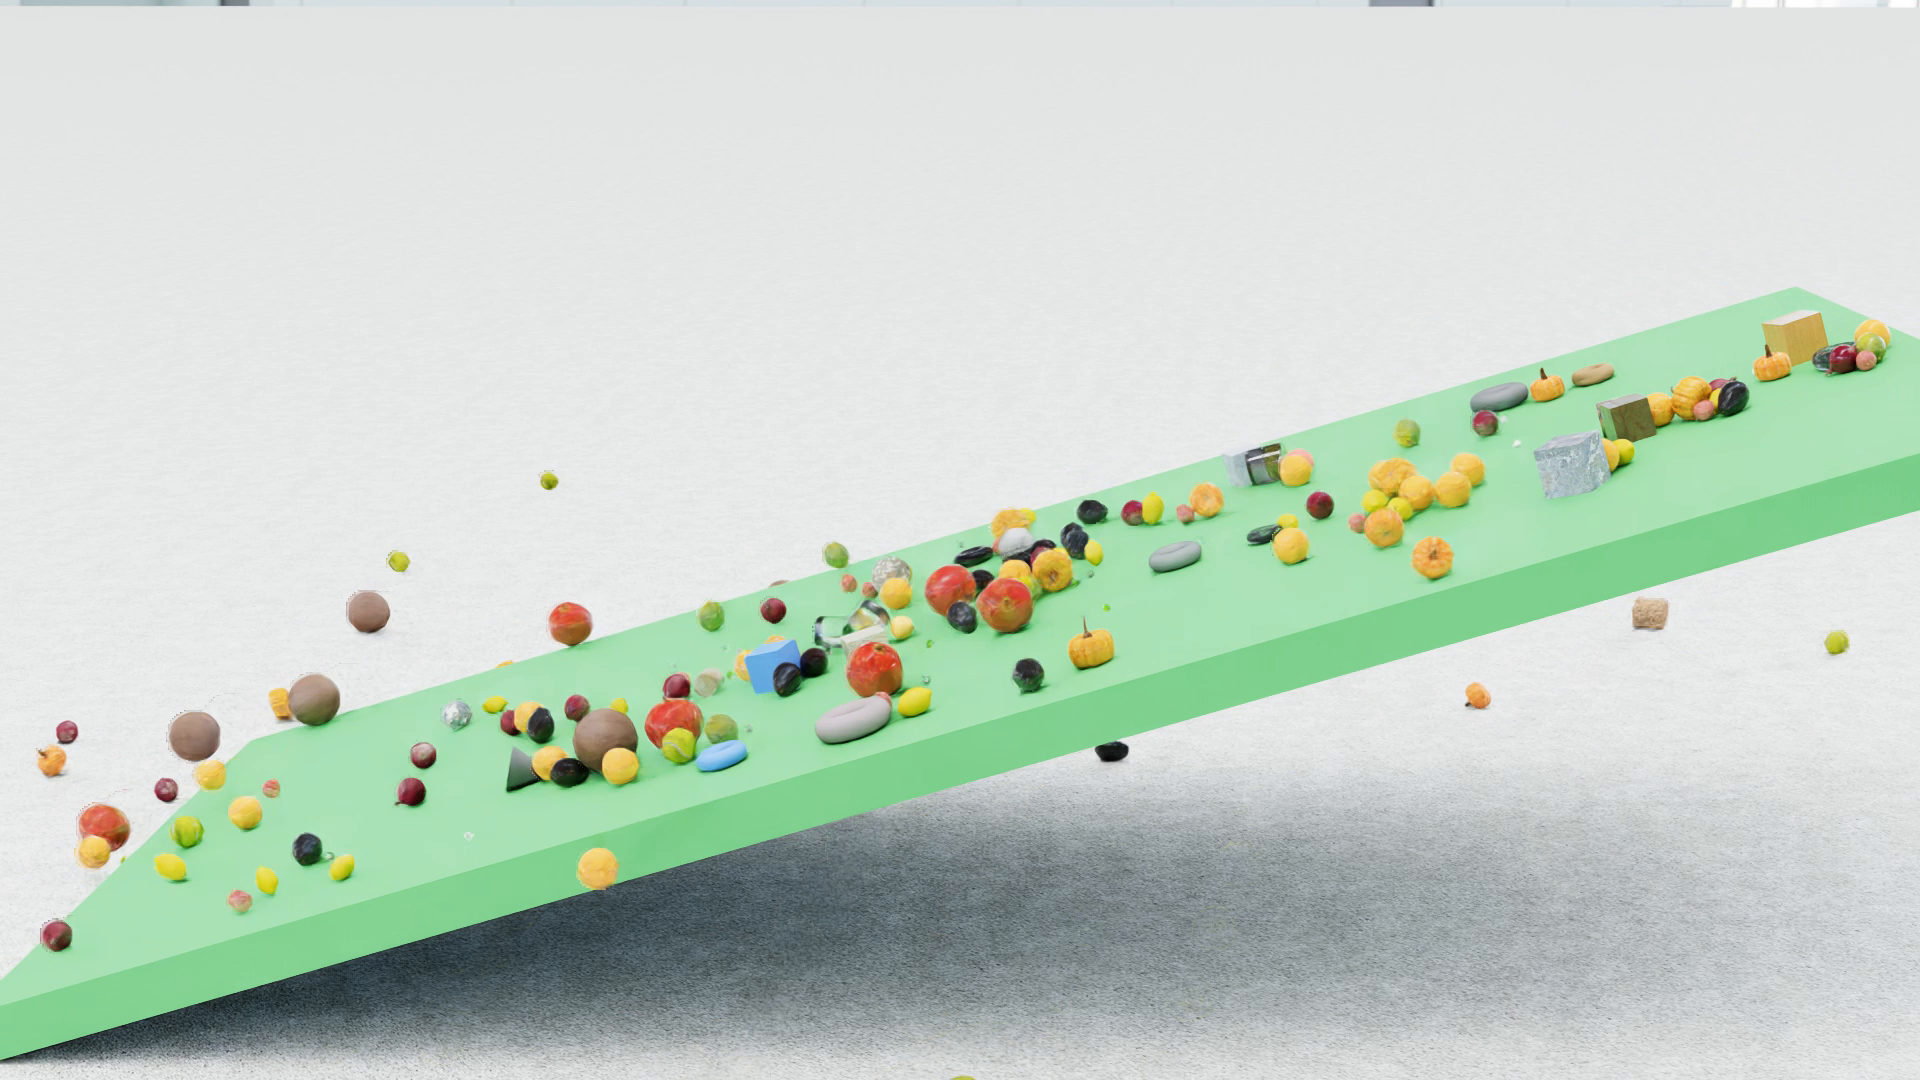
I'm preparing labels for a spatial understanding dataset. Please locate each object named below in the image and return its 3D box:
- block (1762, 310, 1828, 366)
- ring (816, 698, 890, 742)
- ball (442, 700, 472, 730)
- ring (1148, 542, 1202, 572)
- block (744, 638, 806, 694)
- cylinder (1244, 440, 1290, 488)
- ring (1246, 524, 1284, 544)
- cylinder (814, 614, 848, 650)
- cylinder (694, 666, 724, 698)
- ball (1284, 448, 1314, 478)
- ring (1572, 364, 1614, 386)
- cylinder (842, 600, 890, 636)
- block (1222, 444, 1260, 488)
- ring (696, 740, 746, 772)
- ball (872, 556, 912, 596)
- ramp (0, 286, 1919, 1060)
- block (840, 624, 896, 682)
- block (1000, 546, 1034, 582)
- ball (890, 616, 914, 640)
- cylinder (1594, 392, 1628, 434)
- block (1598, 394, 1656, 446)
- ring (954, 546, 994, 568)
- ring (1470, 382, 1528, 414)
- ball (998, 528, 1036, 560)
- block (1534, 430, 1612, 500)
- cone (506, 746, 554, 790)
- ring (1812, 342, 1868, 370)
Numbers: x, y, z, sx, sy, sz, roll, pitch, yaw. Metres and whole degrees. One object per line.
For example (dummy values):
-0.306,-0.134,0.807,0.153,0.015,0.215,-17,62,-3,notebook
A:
1.779,-0.429,6.260,0.092,0.092,0.092,-19,10,-9,block
-0.202,0.340,5.548,0.150,0.050,0.150,-18,9,3,ring
-1.157,0.402,6.764,0.067,0.067,0.067,0,11,0,ball
0.449,0.034,6.143,0.115,0.038,0.115,-17,11,3,ring
-0.388,0.265,6.165,0.084,0.084,0.084,-12,11,27,block
0.702,-0.173,6.705,0.085,0.085,0.085,-21,7,11,cylinder
0.634,-0.012,6.113,0.079,0.026,0.079,-16,9,3,ring
-0.269,0.198,6.324,0.070,0.070,0.070,7,13,21,cylinder
-0.538,0.304,6.297,0.052,0.052,0.052,2,15,12,cylinder
0.766,-0.173,6.644,0.067,0.067,0.067,0,11,0,ball
1.445,-0.377,6.714,0.098,0.033,0.098,-17,9,3,ring
-0.200,0.181,6.259,0.076,0.076,0.076,9,49,38,cylinder
0.660,-0.173,6.794,0.077,0.077,0.077,-19,10,-11,block
-0.456,0.413,5.625,0.102,0.034,0.102,-18,10,3,ring
-0.157,0.084,6.734,0.092,0.092,0.092,0,11,0,ball
0.094,0.185,6.316,4.000,0.100,2.000,-16,10,5,ramp
-0.187,0.231,6.012,0.084,0.084,0.084,-19,10,-9,block
0.127,0.054,6.513,0.060,0.060,0.060,-17,10,-1,block
-0.124,0.186,6.244,0.051,0.051,0.051,0,11,0,ball
1.360,-0.257,6.085,0.073,0.073,0.073,-25,8,9,cylinder
1.362,-0.246,6.000,0.080,0.080,0.080,-17,10,-1,block
0.031,0.039,6.836,0.098,0.033,0.098,-18,9,3,ring
1.236,-0.325,6.745,0.137,0.046,0.137,-17,9,3,ring
0.130,0.014,6.653,0.085,0.085,0.085,0,11,0,ball
1.188,-0.147,5.705,0.098,0.098,0.098,-9,13,39,block
-0.869,0.471,5.981,0.093,0.093,0.093,9,10,-6,cone
1.821,-0.381,6.083,0.116,0.039,0.116,-16,10,3,ring
